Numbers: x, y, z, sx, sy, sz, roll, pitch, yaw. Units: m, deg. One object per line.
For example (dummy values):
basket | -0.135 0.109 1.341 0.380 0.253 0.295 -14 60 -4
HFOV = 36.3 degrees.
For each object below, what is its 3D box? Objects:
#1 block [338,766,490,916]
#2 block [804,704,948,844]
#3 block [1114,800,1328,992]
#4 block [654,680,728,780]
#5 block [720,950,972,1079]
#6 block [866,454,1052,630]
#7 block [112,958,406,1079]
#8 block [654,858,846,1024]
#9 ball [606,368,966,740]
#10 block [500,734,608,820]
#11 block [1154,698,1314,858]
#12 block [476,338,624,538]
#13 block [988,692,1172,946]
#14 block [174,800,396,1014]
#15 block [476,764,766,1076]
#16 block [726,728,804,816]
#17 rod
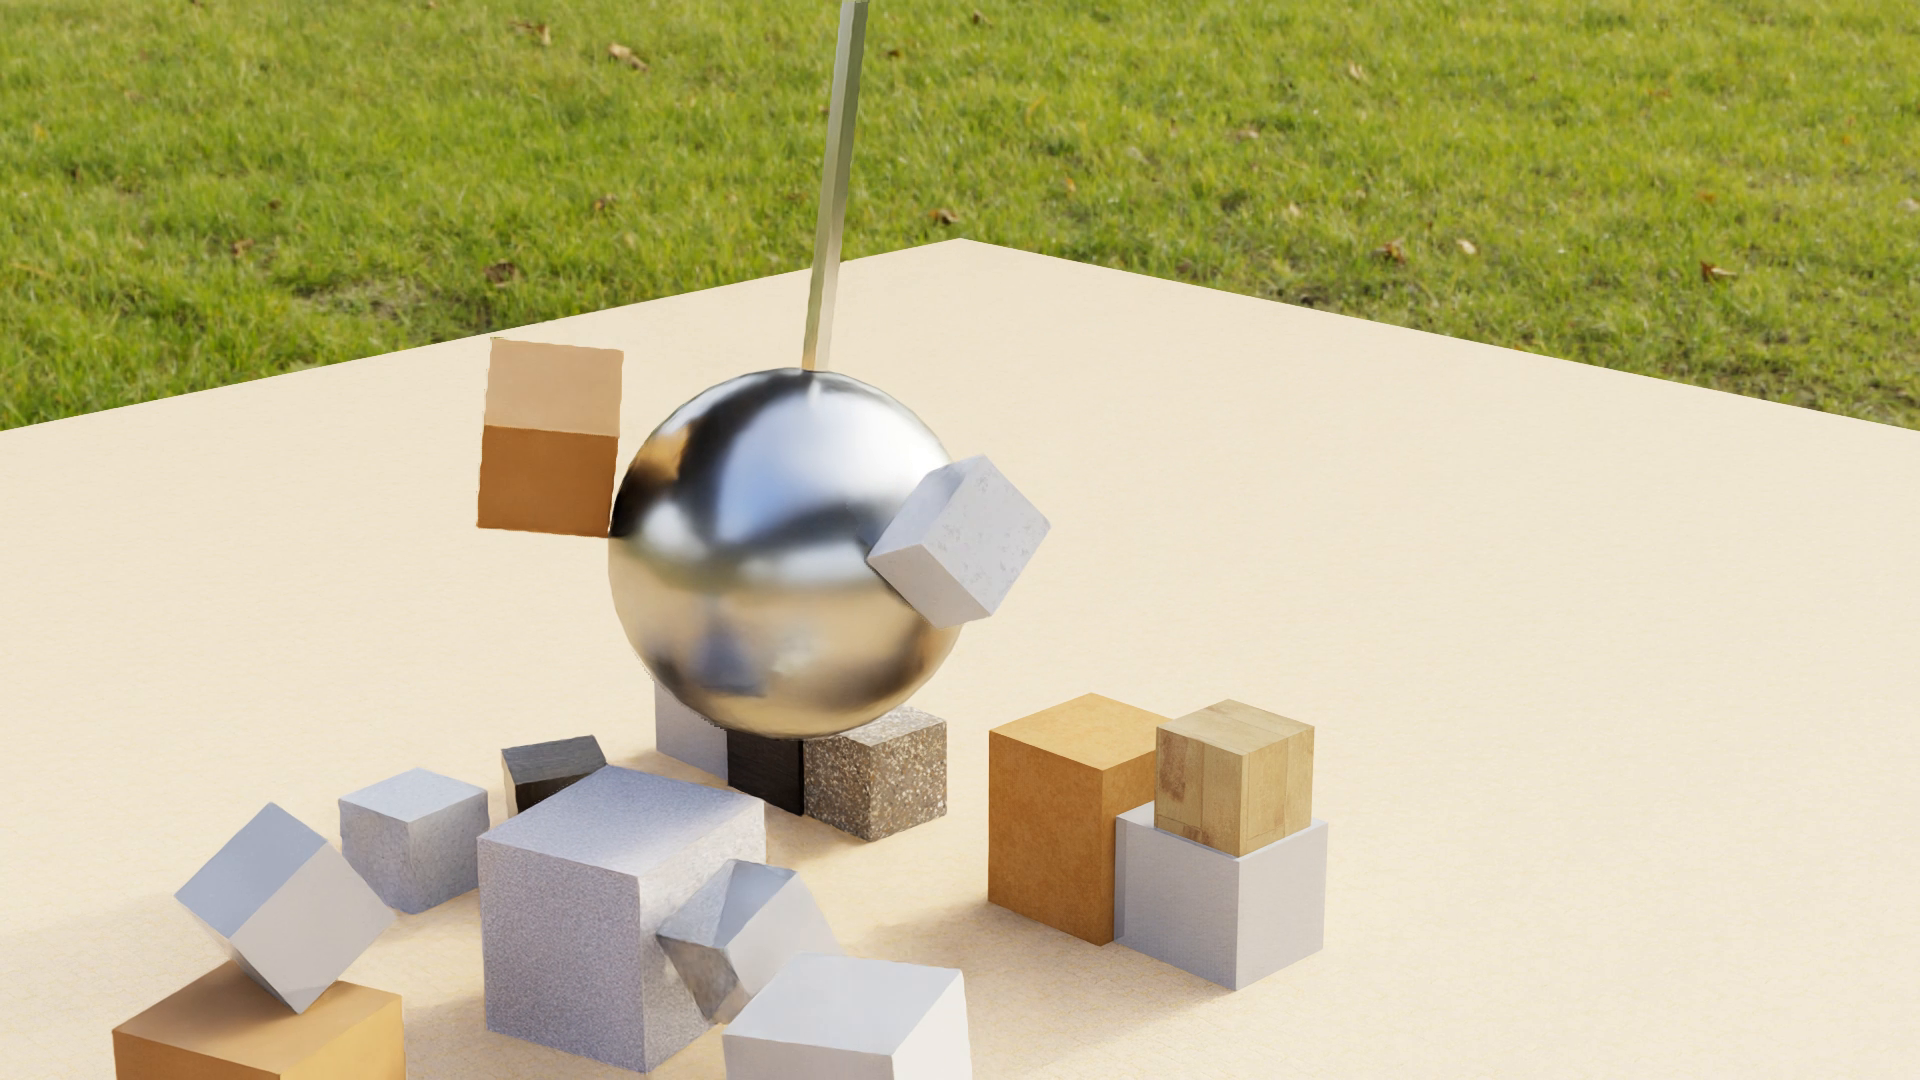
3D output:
block | -2.464 1.358 13.277 0.460 0.448 0.477 13 22 36
block | -0.406 1.091 14.059 0.494 0.487 0.479 -16 23 -41
block | 1.122 1.479 12.652 0.590 0.592 0.689 -17 24 -42
block | -1.151 0.839 14.818 0.511 0.513 0.610 -16 24 -42
block | -0.401 1.985 10.842 0.677 0.630 0.654 3 21 23
block | -0.002 0.008 11.879 0.402 0.431 0.499 -16 34 54
block | -2.550 2.035 10.755 0.762 0.669 0.690 9 19 25
block | -0.822 1.601 11.563 0.424 0.458 0.460 4 39 47
ball | -0.715 0.059 12.611 1.600 1.600 1.600 0 17 0
block | -1.846 1.240 13.538 0.437 0.493 0.456 -8 19 -15
block | 1.160 1.002 12.423 0.474 0.454 0.472 -17 24 -42
block | -1.732 -0.428 12.387 0.551 0.593 0.537 5 44 -9
block | 0.604 1.230 13.057 0.677 0.823 0.672 17 24 42
block | -2.476 1.345 10.756 0.490 0.450 0.470 -46 37 -19
block | -1.369 1.536 12.031 0.787 0.855 0.897 9 20 28
block | -0.760 0.936 14.395 0.554 0.583 0.539 -16 24 -41
rod | -0.310 -3.260 11.992 0.080 5.200 0.080 17 14 42
